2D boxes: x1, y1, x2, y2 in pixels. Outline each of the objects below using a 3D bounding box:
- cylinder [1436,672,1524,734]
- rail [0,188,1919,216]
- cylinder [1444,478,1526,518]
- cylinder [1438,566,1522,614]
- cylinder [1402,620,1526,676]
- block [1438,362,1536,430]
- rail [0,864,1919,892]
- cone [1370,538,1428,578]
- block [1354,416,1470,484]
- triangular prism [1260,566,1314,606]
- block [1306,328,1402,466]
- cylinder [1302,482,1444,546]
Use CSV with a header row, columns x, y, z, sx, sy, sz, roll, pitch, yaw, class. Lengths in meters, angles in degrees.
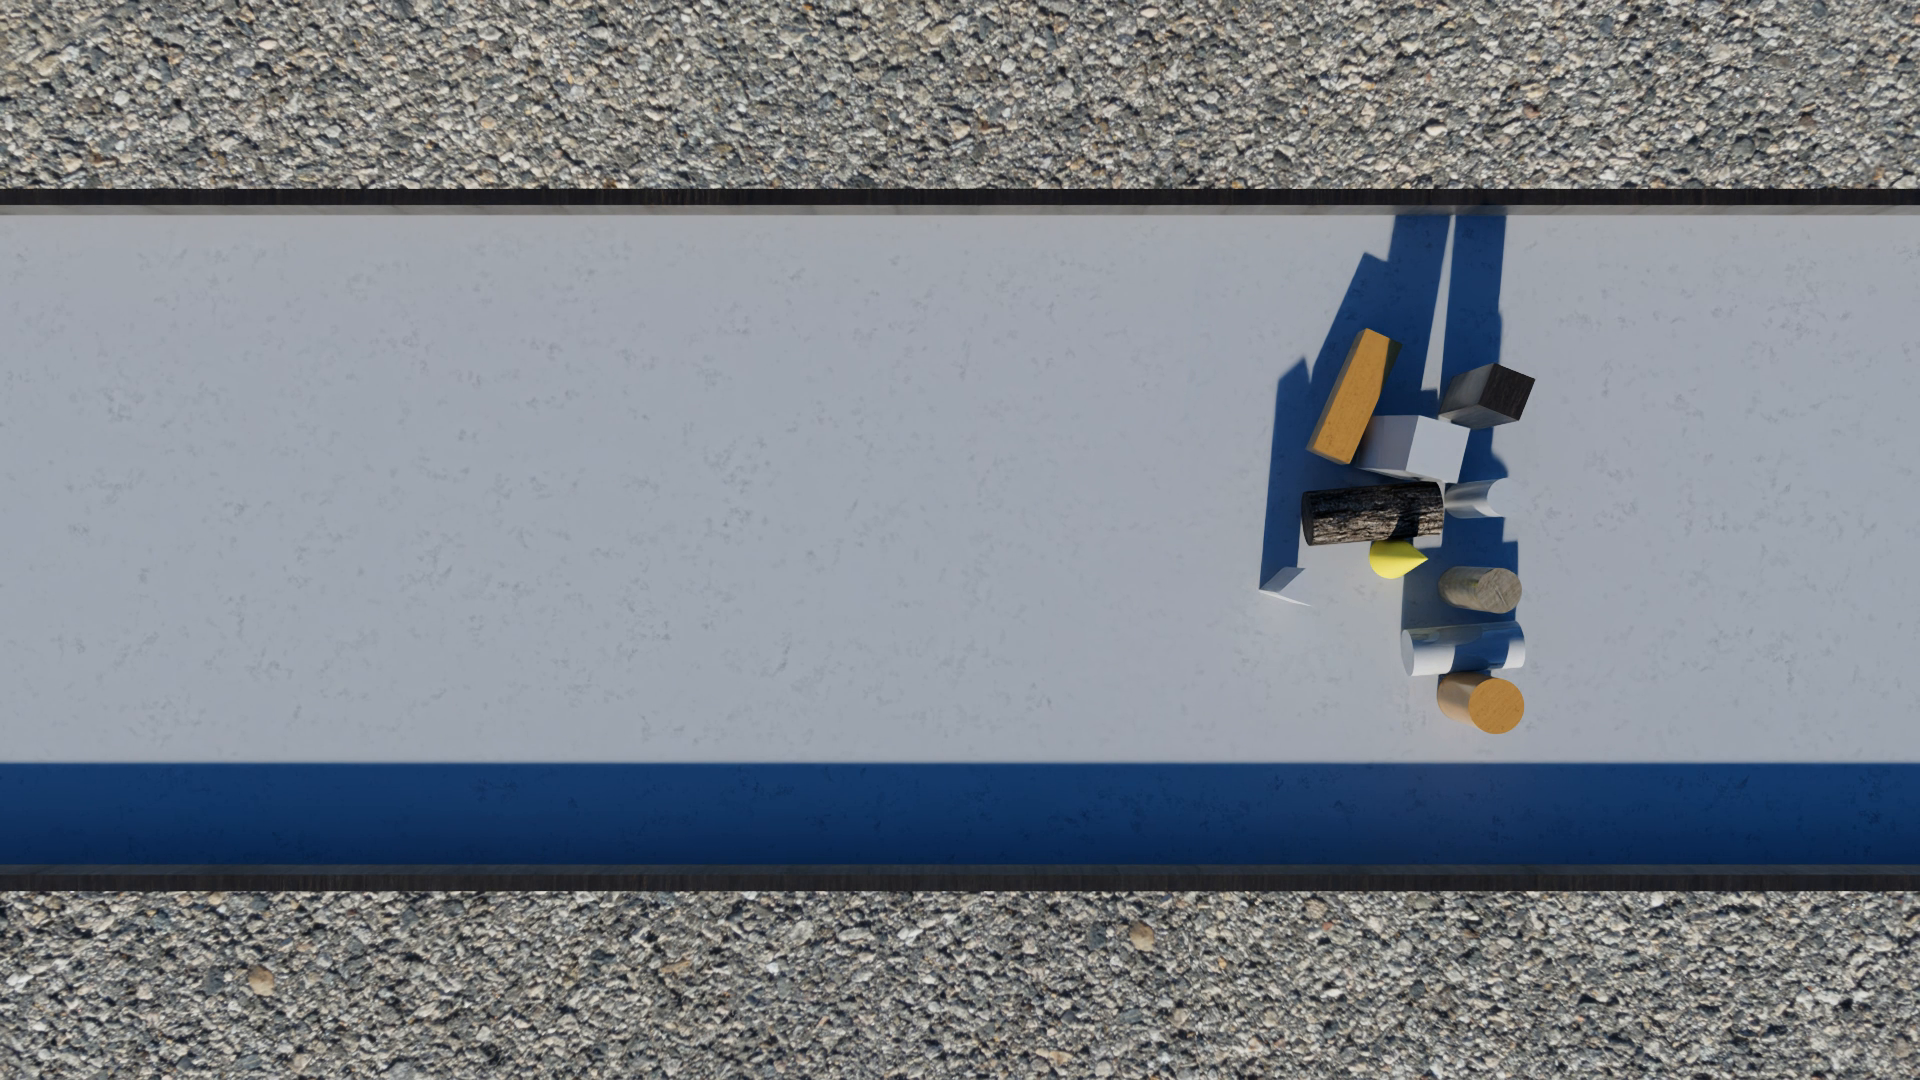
x,y,z,sx,sy,sz,roll,pitch,yaw,class
1.548,0.480,4.917,0.161,0.319,0.161,0,90,0,cylinder
-2.247,-1.025,5.002,12.000,0.150,0.050,0,90,0,rail
1.544,-0.121,4.867,0.109,0.419,0.109,0,90,0,cylinder
1.535,0.144,4.885,0.129,0.384,0.129,0,90,0,cylinder
1.525,0.329,5.005,0.334,0.142,0.142,-5,90,0,cylinder
1.553,-0.421,4.881,0.127,0.392,0.127,22,90,0,block
-2.247,1.025,5.001,12.000,0.150,0.050,0,90,0,rail
1.327,0.052,4.876,0.136,0.401,0.136,0,90,0,cone
1.333,-0.271,4.882,0.162,0.361,0.162,13,92,-10,block
0.988,0.128,4.923,0.111,0.306,0.097,18,90,0,triangular prism
1.197,-0.434,5.017,0.119,0.119,0.392,24,90,0,block
1.246,-0.081,4.994,0.390,0.167,0.167,-5,90,0,cylinder
